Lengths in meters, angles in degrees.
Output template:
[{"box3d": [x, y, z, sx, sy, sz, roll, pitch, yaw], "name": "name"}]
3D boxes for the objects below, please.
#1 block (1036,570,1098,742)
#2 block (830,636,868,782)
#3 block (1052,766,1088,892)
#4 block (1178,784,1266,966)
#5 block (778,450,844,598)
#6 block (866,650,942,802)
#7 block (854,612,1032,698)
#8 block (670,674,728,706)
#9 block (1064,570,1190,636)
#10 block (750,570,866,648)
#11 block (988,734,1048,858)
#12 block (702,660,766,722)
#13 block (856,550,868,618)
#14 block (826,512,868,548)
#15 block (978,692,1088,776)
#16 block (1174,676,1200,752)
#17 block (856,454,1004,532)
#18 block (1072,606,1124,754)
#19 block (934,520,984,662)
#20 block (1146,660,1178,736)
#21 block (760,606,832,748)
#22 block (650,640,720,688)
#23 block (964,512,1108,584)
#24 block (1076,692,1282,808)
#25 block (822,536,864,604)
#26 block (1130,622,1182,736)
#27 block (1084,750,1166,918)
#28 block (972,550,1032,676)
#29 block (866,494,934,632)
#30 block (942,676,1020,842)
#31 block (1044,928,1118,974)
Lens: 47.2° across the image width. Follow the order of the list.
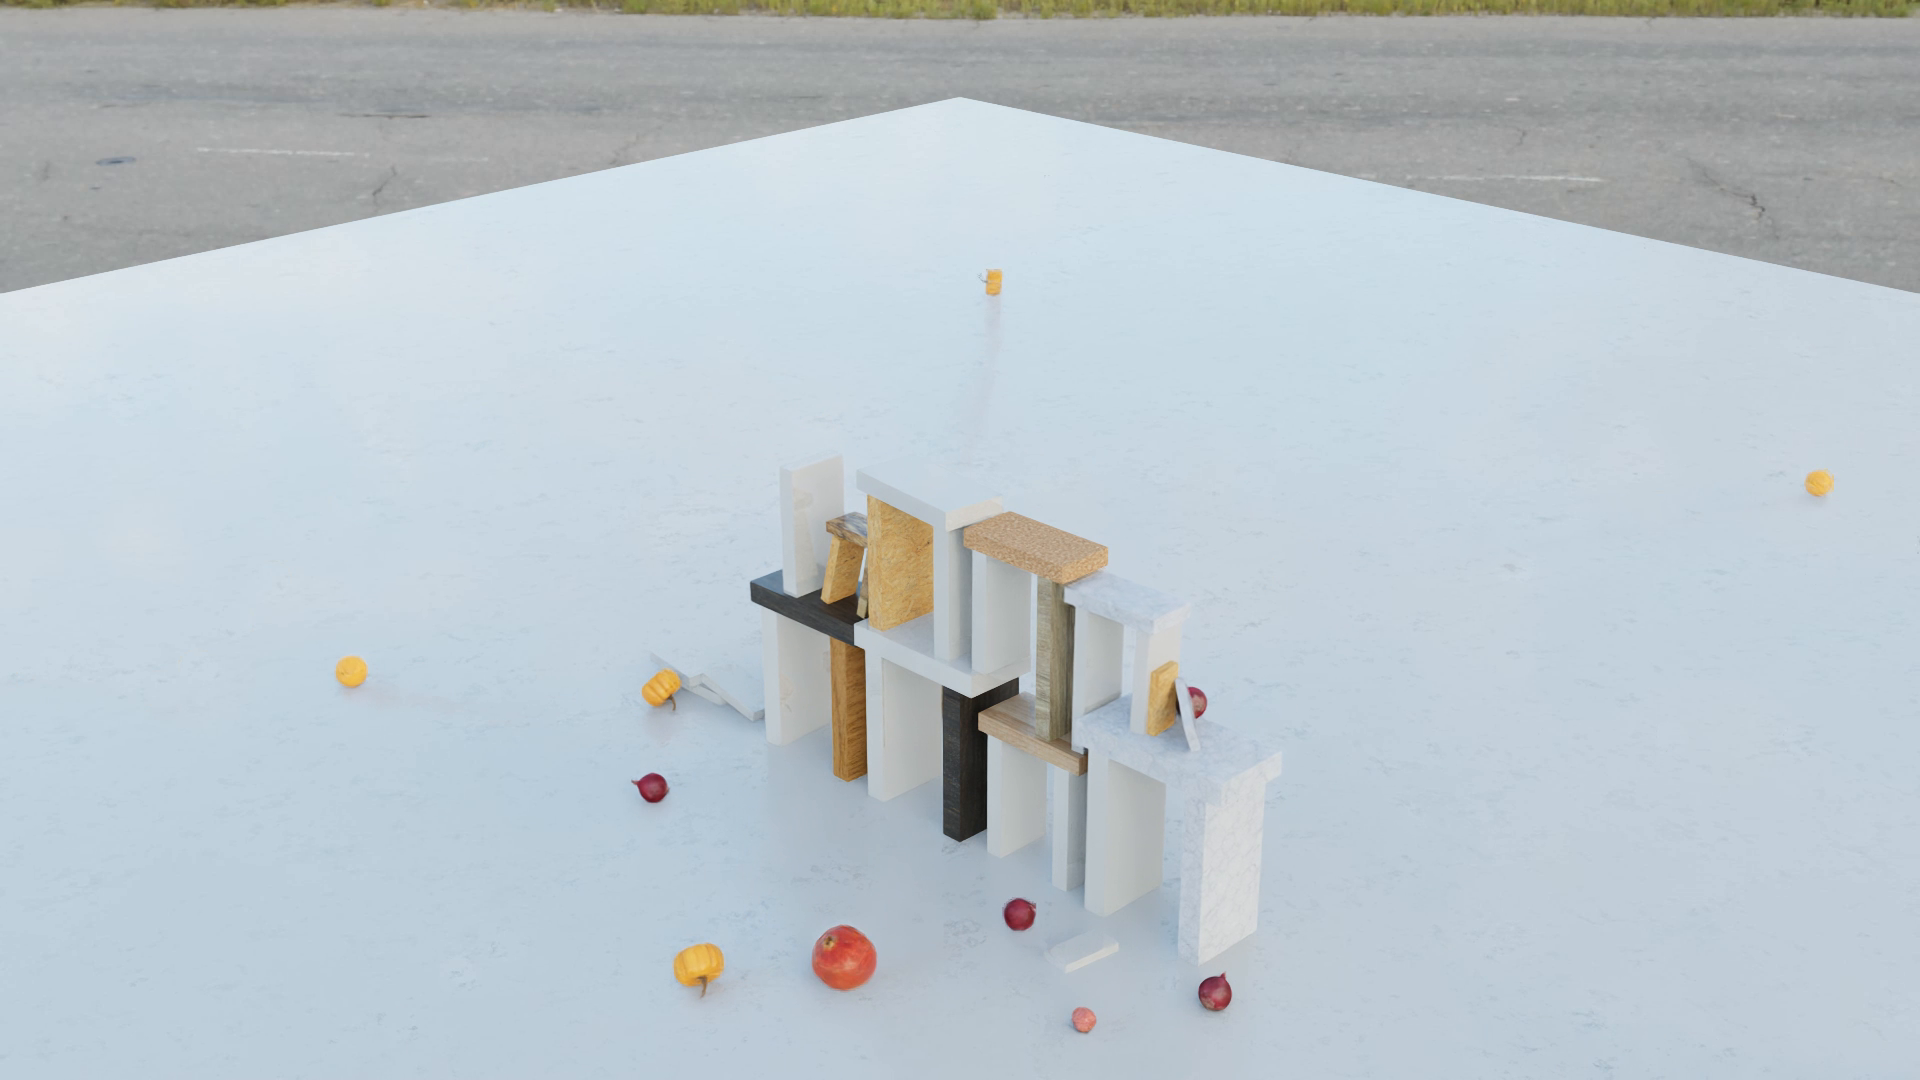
[{"box3d": [0.198, 0.204, 4.096, 0.035, 0.331, 0.125, 21, 31, 41], "name": "block"}, {"box3d": [-0.192, 0.327, 4.577, 0.161, 0.322, 0.046, -21, 31, -41], "name": "block"}, {"box3d": [0.235, 0.527, 4.186, 0.037, 0.260, 0.130, 21, 31, 41], "name": "block"}, {"box3d": [0.471, 0.581, 3.956, 0.048, 0.339, 0.170, 21, 31, 41], "name": "block"}, {"box3d": [-0.303, -0.034, 4.541, 0.040, 0.280, 0.140, 21, 30, 40], "name": "block"}, {"box3d": [-0.114, 0.355, 4.500, 0.166, 0.331, 0.047, -21, 31, -40], "name": "block"}, {"box3d": [-0.036, 0.212, 4.353, 0.166, 0.047, 0.331, -21, 31, -40], "name": "block"}, {"box3d": [-0.566, 0.321, 4.972, 0.176, 0.025, 0.088, 21, 31, 40], "name": "block"}, {"box3d": [0.299, 0.111, 3.938, 0.207, 0.029, 0.103, 20, 30, 40], "name": "block"}, {"box3d": [-0.269, 0.129, 4.574, 0.322, 0.046, 0.161, 21, 31, 40], "name": "block"}, {"box3d": [0.112, 0.479, 4.299, 0.037, 0.260, 0.130, 21, 31, 41], "name": "block"}, {"box3d": [-0.484, 0.334, 4.891, 0.176, 0.025, 0.088, 34, 38, 32], "name": "block"}, {"box3d": [-0.161, 0.078, 4.432, 0.079, 0.157, 0.022, -22, 44, -41], "name": "block"}, {"box3d": [-0.187, -0.017, 4.424, 0.079, 0.022, 0.158, -21, 30, -40], "name": "block"}, {"box3d": [0.174, 0.366, 4.184, 0.260, 0.037, 0.130, 21, 31, 41], "name": "block"}, {"box3d": [0.404, 0.310, 3.909, 0.018, 0.062, 0.124, -14, 42, 7], "name": "block"}, {"box3d": [-0.060, -0.093, 4.240, 0.141, 0.040, 0.282, -17, 29, -35], "name": "block"}, {"box3d": [0.255, 0.243, 4.048, 0.029, 0.297, 0.104, 22, 31, 40], "name": "block"}, {"box3d": [0.014, 0.080, 4.244, 0.141, 0.282, 0.040, -21, 31, -40], "name": "block"}, {"box3d": [0.363, 0.284, 3.940, 0.018, 0.124, 0.062, 20, 30, 35], "name": "block"}, {"box3d": [-0.348, 0.267, 4.720, 0.046, 0.322, 0.161, 18, 29, 37], "name": "block"}, {"box3d": [-0.623, 0.281, 5.003, 0.088, 0.025, 0.176, -17, 28, -34], "name": "block"}, {"box3d": [0.140, 0.012, 4.077, 0.250, 0.035, 0.125, 21, 31, 41], "name": "block"}, {"box3d": [0.390, 0.372, 3.954, 0.339, 0.048, 0.170, 21, 31, 40], "name": "block"}, {"box3d": [-0.236, 0.051, 4.497, 0.079, 0.158, 0.022, -22, 46, -41], "name": "block"}, {"box3d": [0.352, 0.237, 3.944, 0.029, 0.207, 0.103, 20, 30, 35], "name": "block"}, {"box3d": [0.311, 0.519, 4.103, 0.048, 0.339, 0.170, 21, 31, 41], "name": "block"}, {"box3d": [0.080, 0.121, 4.188, 0.125, 0.250, 0.035, -21, 31, -40], "name": "block"}, {"box3d": [-0.117, 0.027, 4.367, 0.141, 0.282, 0.040, -21, 31, -40], "name": "block"}, {"box3d": [0.042, 0.417, 4.354, 0.047, 0.331, 0.166, 21, 31, 41], "name": "block"}, {"box3d": [0.220, 0.744, 3.985, 0.124, 0.018, 0.062, -16, 28, -33], "name": "block"}]
